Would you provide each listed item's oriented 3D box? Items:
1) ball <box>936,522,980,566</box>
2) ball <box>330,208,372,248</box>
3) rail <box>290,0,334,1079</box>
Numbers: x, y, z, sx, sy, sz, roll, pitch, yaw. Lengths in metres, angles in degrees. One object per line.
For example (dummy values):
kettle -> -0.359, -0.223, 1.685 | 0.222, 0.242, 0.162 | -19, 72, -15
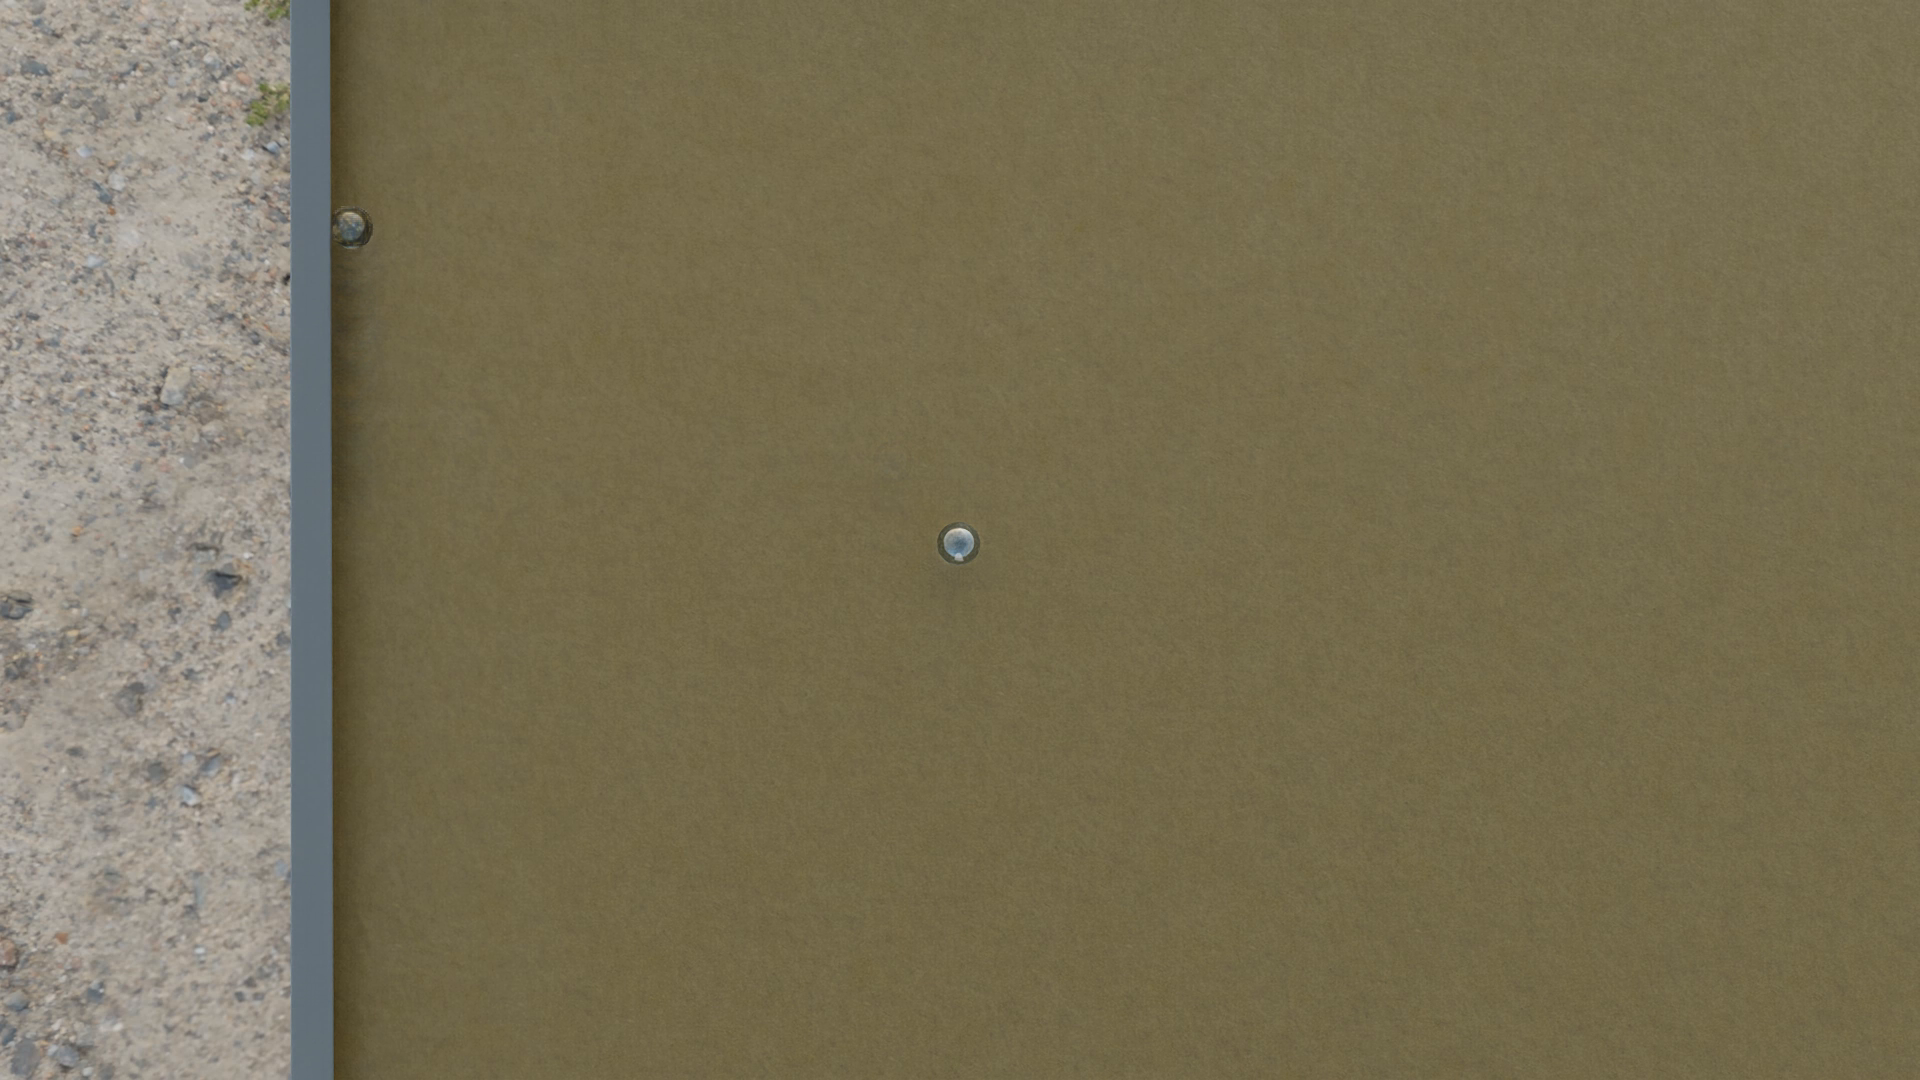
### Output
ball -> -0.002, 0.006, 3.268 | 0.065, 0.065, 0.065 | 0, 82, 0
ball -> -0.924, -0.473, 3.339 | 0.062, 0.062, 0.062 | 0, 82, 0
rail -> -0.950, 0.038, 3.246 | 0.045, 0.099, 2.337 | -2, 82, 0
